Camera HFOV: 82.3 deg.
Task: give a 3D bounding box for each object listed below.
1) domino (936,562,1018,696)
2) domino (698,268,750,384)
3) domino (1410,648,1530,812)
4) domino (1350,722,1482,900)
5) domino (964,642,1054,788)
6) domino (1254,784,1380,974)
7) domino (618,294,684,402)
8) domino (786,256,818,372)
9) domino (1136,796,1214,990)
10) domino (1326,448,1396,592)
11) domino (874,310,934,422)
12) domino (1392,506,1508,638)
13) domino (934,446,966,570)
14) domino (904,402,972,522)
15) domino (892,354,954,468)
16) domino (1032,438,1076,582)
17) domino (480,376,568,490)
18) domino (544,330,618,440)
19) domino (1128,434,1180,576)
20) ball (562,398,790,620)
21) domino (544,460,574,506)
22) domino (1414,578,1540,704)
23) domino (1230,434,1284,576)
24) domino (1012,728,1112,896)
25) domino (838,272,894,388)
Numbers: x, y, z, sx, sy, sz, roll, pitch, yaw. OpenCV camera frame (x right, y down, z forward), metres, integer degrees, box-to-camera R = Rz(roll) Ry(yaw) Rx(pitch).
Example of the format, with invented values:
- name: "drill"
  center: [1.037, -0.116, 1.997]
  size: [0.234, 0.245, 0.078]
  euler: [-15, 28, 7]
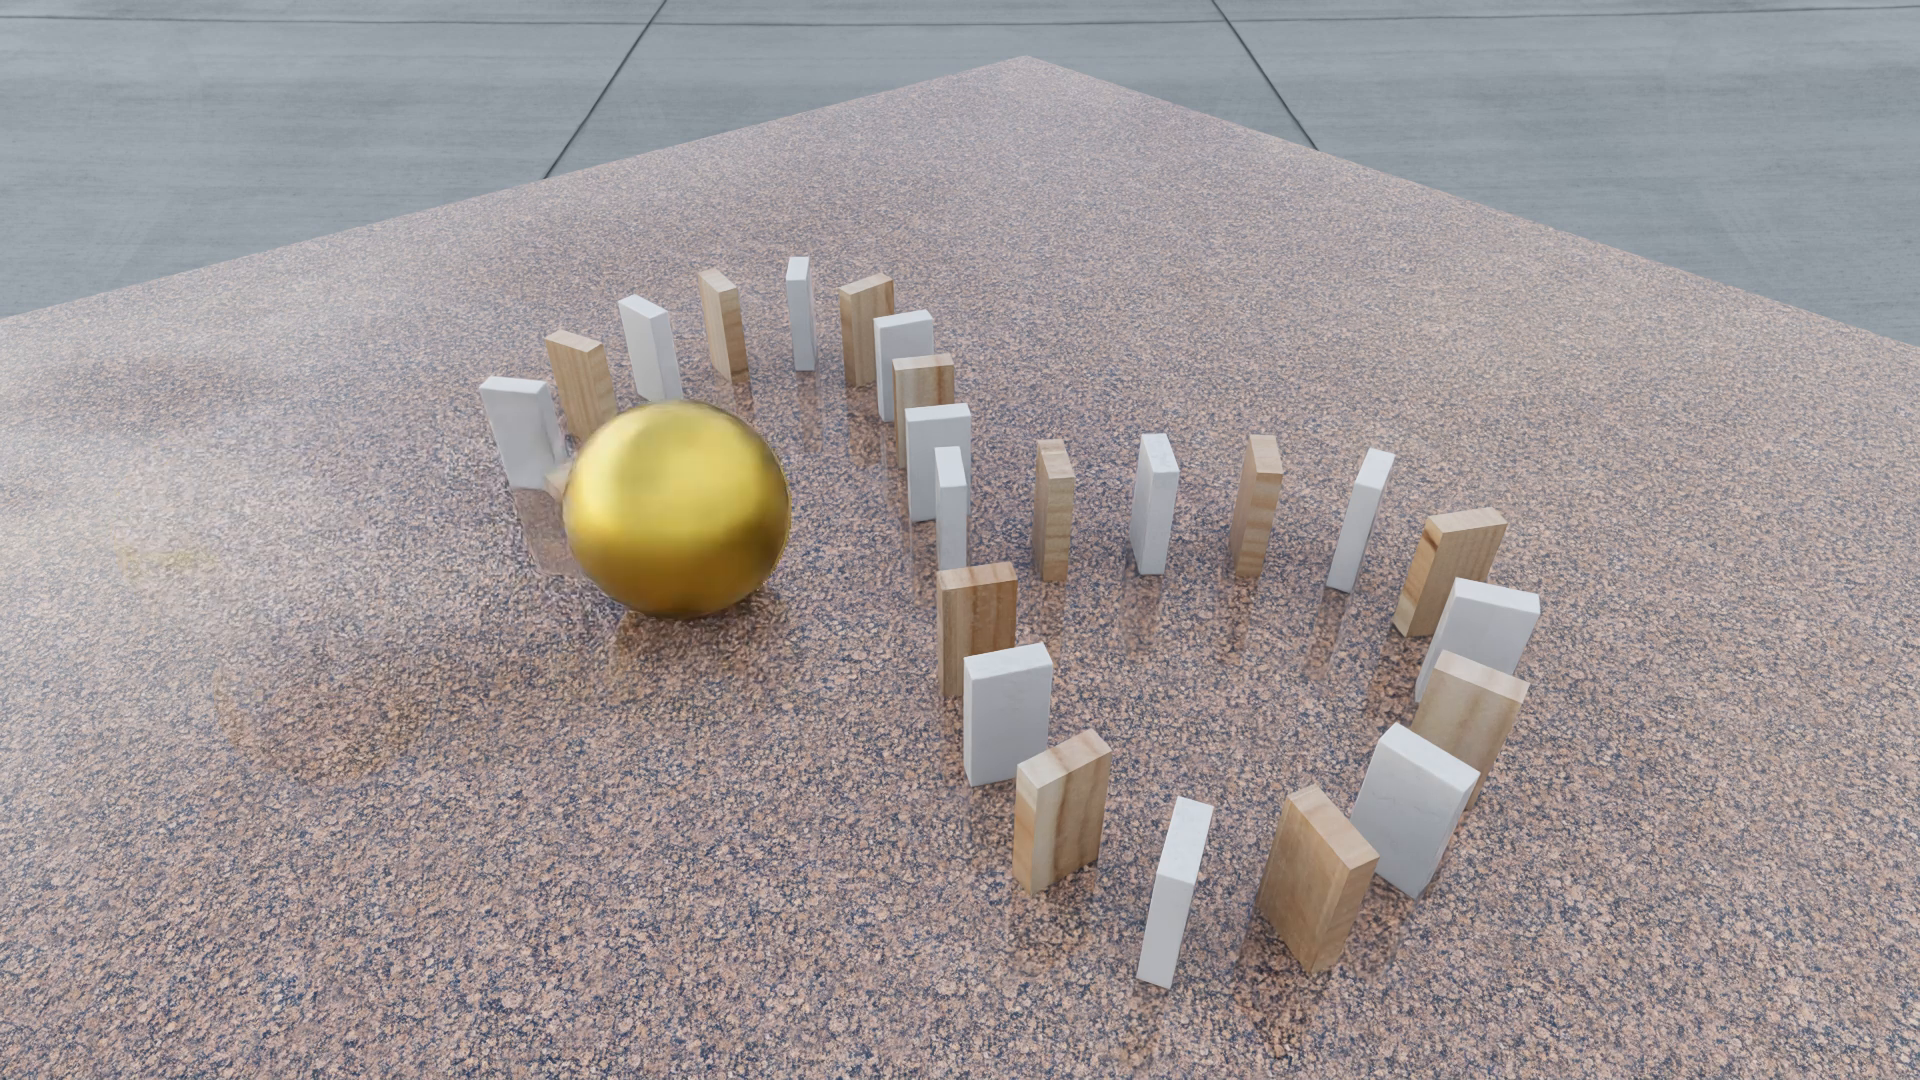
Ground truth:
- name: "domino"
  center: [0.005, 0.031, 0.374]
  size: [0.025, 0.050, 0.010]
  euler: [-8, 40, -9]
- name: "domino"
  center: [-0.116, -0.104, 0.539]
  size: [0.010, 0.050, 0.025]
  euler: [-23, 45, -25]
- name: "domino"
  center: [0.153, 0.059, 0.339]
  size: [0.025, 0.050, 0.010]
  euler: [23, 45, 26]
- name: "domino"
  center: [0.128, 0.078, 0.316]
  size: [0.009, 0.050, 0.025]
  euler: [-31, 49, -33]
- name: "domino"
  center: [0.014, 0.055, 0.344]
  size: [0.025, 0.050, 0.009]
  euler: [-10, 40, -12]
- name: "domino"
  center: [0.096, 0.093, 0.298]
  size: [0.009, 0.050, 0.025]
  euler: [-16, 42, -19]
- name: "domino"
  center: [-0.145, -0.088, 0.519]
  size: [0.025, 0.050, 0.009]
  euler: [30, 48, 31]
- name: "domino"
  center: [-0.079, -0.112, 0.549]
  size: [0.010, 0.050, 0.025]
  euler: [-1, 39, -2]
- name: "domino"
  center: [0.057, 0.095, 0.295]
  size: [0.009, 0.050, 0.025]
  euler: [13, 41, 16]
- name: "domino"
  center: [0.153, -0.007, 0.420]
  size: [0.009, 0.050, 0.025]
  euler: [19, 43, 21]
- name: "domino"
  center: [-0.026, -0.080, 0.509]
  size: [0.025, 0.050, 0.009]
  euler: [-13, 41, -16]
- name: "domino"
  center: [0.176, 0.012, 0.396]
  size: [0.025, 0.050, 0.010]
  euler: [-8, 40, -10]
- name: "domino"
  center: [-0.004, -0.008, 0.421]
  size: [0.010, 0.050, 0.025]
  euler: [-4, 39, -5]
- name: "domino"
  center: [-0.009, -0.031, 0.449]
  size: [0.025, 0.050, 0.009]
  euler: [-6, 40, -8]
- name: "domino"
  center: [-0.016, -0.056, 0.480]
  size: [0.025, 0.050, 0.009]
  euler: [-7, 40, -8]
- name: "domino"
  center: [0.036, -0.011, 0.425]
  size: [0.009, 0.050, 0.025]
  euler: [-4, 40, -5]
- name: "domino"
  center: [-0.183, -0.044, 0.466]
  size: [0.025, 0.050, 0.010]
  euler: [6, 40, 8]
- name: "domino"
  center: [-0.168, -0.067, 0.494]
  size: [0.025, 0.050, 0.009]
  euler: [20, 43, 22]
- name: "domino"
  center: [0.075, -0.014, 0.428]
  size: [0.009, 0.050, 0.025]
  euler: [-2, 39, -2]
- name: "ball"
  center: [-0.103, -0.011, 0.402]
  size: [0.080, 0.080, 0.080]
  euler: [0, 39, 0]
- name: "domino"
  center: [-0.150, -0.029, 0.475]
  size: [0.025, 0.009, 0.050]
  euler: [40, 52, 24]
- name: "domino"
  center: [0.171, 0.037, 0.366]
  size: [0.025, 0.050, 0.010]
  euler: [13, 41, 15]
- name: "domino"
  center: [0.115, -0.013, 0.427]
  size: [0.010, 0.050, 0.025]
  euler: [3, 39, 4]
- name: "domino"
  center: [0.029, 0.079, 0.315]
  size: [0.025, 0.050, 0.009]
  euler: [-21, 44, -24]
- name: "domino"
  center: [-0.045, -0.102, 0.536]
  size: [0.025, 0.050, 0.009]
  euler: [-28, 47, -30]
